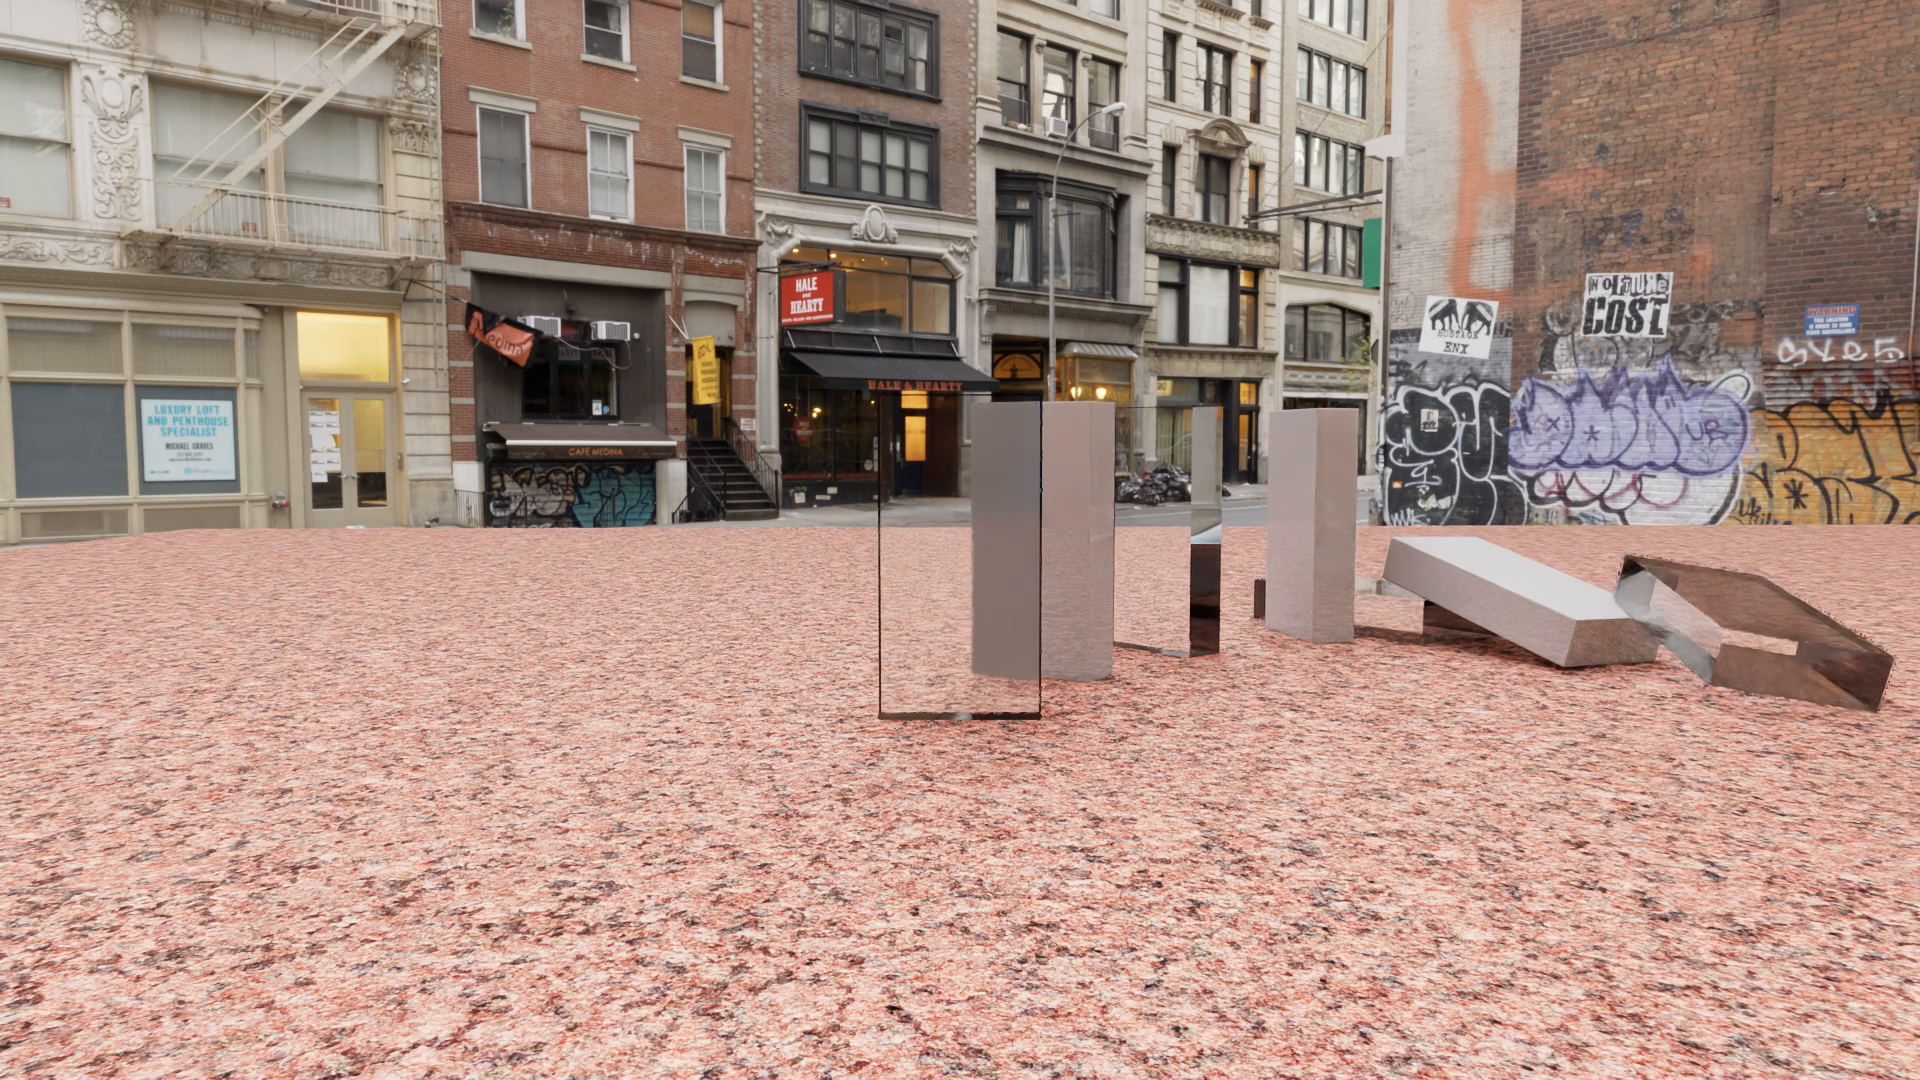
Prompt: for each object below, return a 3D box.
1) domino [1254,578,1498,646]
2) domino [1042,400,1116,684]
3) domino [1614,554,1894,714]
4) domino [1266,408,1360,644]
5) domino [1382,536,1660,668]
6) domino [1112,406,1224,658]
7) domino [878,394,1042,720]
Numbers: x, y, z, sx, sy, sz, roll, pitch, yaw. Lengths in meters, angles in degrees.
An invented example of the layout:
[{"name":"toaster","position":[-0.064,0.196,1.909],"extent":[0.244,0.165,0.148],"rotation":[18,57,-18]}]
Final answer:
[{"name":"domino","position":[0.095,0.015,0.299],"extent":[0.025,0.009,0.050],"rotation":[-3,5,-31]},{"name":"domino","position":[0.015,0.000,0.237],"extent":[0.025,0.050,0.009],"rotation":[3,5,34]},{"name":"domino","position":[0.138,0.015,0.227],"extent":[0.025,0.009,0.050],"rotation":[10,15,8]},{"name":"domino","position":[0.078,-0.004,0.285],"extent":[0.010,0.050,0.025],"rotation":[-1,4,-9]},{"name":"domino","position":[0.115,0.012,0.266],"extent":[0.025,0.010,0.050],"rotation":[0,18,-25]},{"name":"domino","position":[0.041,-0.002,0.266],"extent":[0.010,0.050,0.025],"rotation":[-4,6,-40]},{"name":"domino","position":[0.000,0.002,0.201],"extent":[0.025,0.050,0.009],"rotation":[0,4,0]}]
